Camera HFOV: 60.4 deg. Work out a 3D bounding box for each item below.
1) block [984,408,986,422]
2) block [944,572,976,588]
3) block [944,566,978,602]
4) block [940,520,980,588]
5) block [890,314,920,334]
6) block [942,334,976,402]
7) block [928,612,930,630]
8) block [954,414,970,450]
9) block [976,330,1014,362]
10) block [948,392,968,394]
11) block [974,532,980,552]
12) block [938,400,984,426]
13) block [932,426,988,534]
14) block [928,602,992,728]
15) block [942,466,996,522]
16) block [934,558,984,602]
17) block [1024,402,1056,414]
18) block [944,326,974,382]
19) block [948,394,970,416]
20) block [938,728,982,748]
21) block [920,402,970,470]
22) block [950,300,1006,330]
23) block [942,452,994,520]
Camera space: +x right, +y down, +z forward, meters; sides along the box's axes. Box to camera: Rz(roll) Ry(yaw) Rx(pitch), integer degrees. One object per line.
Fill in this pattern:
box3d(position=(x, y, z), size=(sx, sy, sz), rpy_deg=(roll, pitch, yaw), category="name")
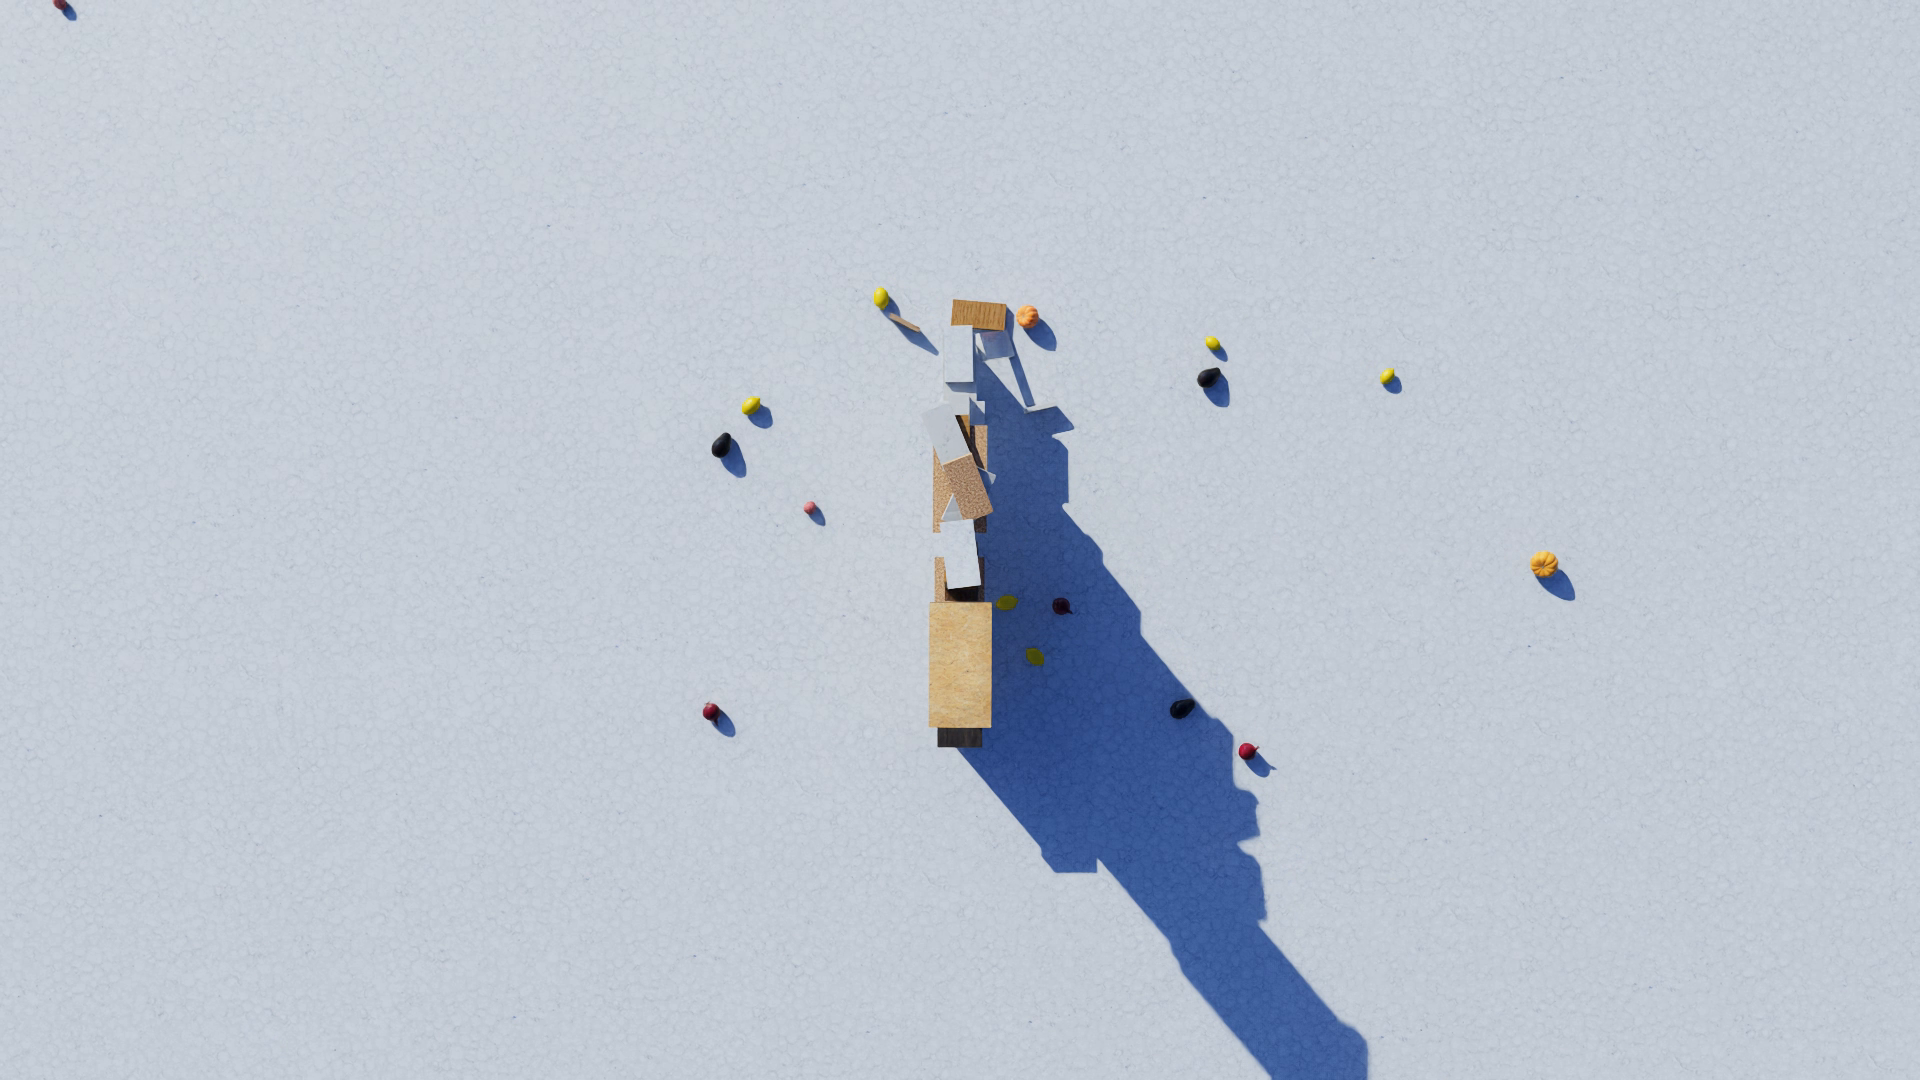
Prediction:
box3d(position=(0.007, -0.399, 5.355), size=(0.145, 0.291, 0.041), rpy_deg=(1, 90, 0), category="block")
box3d(position=(0.002, 0.119, 4.823), size=(0.095, 0.190, 0.027), rpy_deg=(0, 82, 0), category="block")
box3d(position=(0.005, 0.083, 4.933), size=(0.099, 0.028, 0.199), rpy_deg=(0, 90, 0), category="block")
box3d(position=(0.001, 0.040, 4.713), size=(0.095, 0.027, 0.190), rpy_deg=(-7, 90, 0), category="block")
box3d(position=(-0.183, -0.718, 5.473), size=(0.107, 0.054, 0.015), rpy_deg=(28, 90, 0), category="block")
box3d(position=(-0.001, -0.548, 5.273), size=(0.106, 0.030, 0.211), rpy_deg=(-1, 90, 0), category="block")
box3d(position=(-0.002, 0.224, 4.658), size=(0.168, 0.336, 0.048), rpy_deg=(1, 90, 0), category="block")
box3d(position=(0.001, -0.311, 4.802), size=(0.054, 0.015, 0.107), rpy_deg=(-2, 90, 0), category="block")
box3d(position=(0.112, -0.638, 5.419), size=(0.025, 0.178, 0.089), rpy_deg=(-17, 90, 34), category="block")
box3d(position=(-0.006, -0.448, 5.149), size=(0.064, 0.218, 0.018), rpy_deg=(3, 93, 0), category="block")
box3d(position=(0.008, 0.003, 4.823), size=(0.095, 0.190, 0.027), rpy_deg=(9, 79, 0), category="block")
box3d(position=(0.003, -0.290, 5.189), size=(0.145, 0.041, 0.291), rpy_deg=(1, 90, 0), category="block")
box3d(position=(0.000, -0.178, 4.832), size=(0.157, 0.044, 0.314), rpy_deg=(0, 90, 0), category="block")
box3d(position=(0.001, 0.337, 4.466), size=(0.168, 0.048, 0.336), rpy_deg=(0, 90, 0), category="block")
box3d(position=(0.025, -0.124, 4.777), size=(0.090, 0.026, 0.181), rpy_deg=(24, 99, -8), category="block")
box3d(position=(-0.001, 0.209, 5.168), size=(0.155, 0.044, 0.310), rpy_deg=(0, 90, 0), category="block")
box3d(position=(0.265, -0.439, 5.473), size=(0.107, 0.054, 0.015), rpy_deg=(-13, 90, 0), category="block")
box3d(position=(-0.004, -0.591, 5.246), size=(0.089, 0.025, 0.178), rpy_deg=(-1, 90, 0), category="block")
box3d(position=(-0.003, -0.380, 5.032), size=(0.064, 0.018, 0.128), rpy_deg=(-1, 91, 0), category="block")
box3d(position=(-0.001, 0.510, 5.197), size=(0.141, 0.040, 0.283), rpy_deg=(0, 90, 0), category="block")
box3d(position=(-0.039, -0.299, 4.780), size=(0.090, 0.026, 0.181), rpy_deg=(-22, 92, 1), category="block")
box3d(position=(0.061, -0.748, 5.487), size=(0.178, 0.025, 0.089), rpy_deg=(5, 90, 0), category="block")
box3d(position=(0.023, -0.150, 4.746), size=(0.090, 0.026, 0.181), rpy_deg=(-21, 102, 0), category="block")
